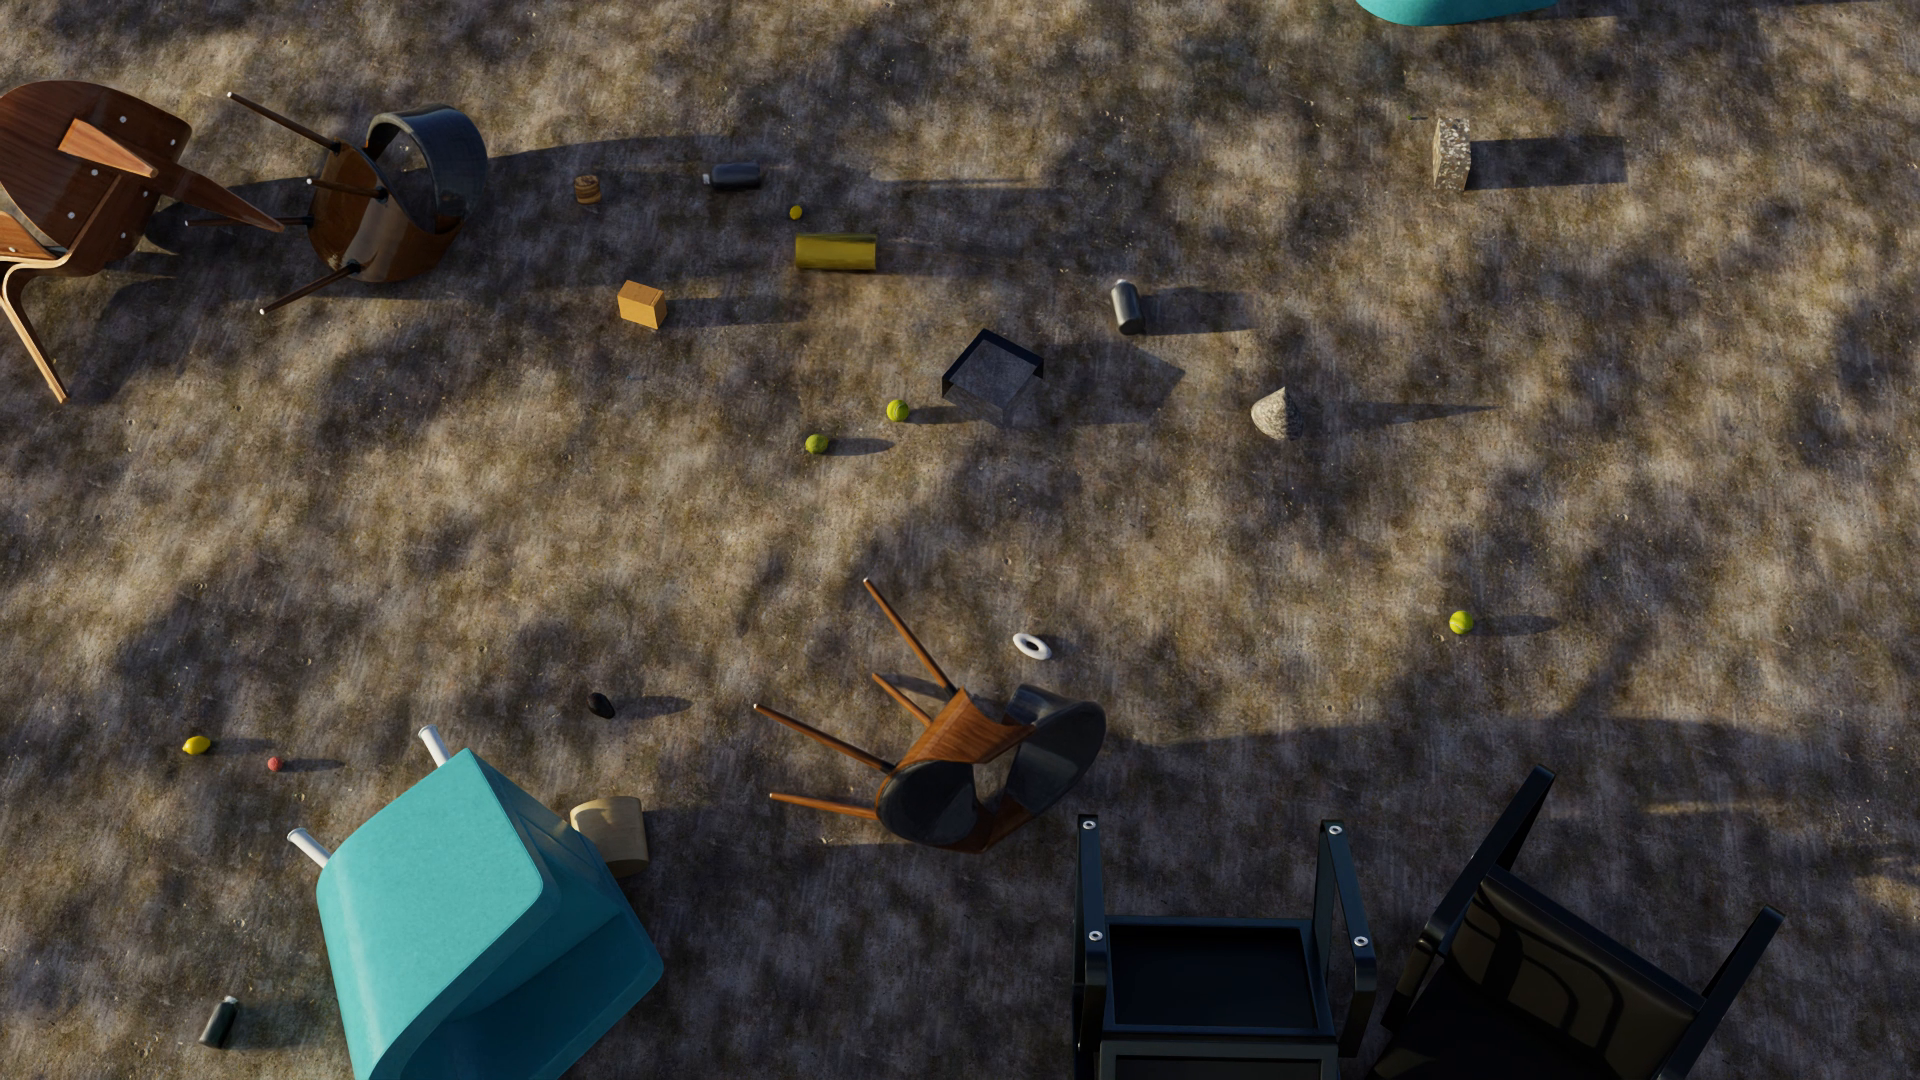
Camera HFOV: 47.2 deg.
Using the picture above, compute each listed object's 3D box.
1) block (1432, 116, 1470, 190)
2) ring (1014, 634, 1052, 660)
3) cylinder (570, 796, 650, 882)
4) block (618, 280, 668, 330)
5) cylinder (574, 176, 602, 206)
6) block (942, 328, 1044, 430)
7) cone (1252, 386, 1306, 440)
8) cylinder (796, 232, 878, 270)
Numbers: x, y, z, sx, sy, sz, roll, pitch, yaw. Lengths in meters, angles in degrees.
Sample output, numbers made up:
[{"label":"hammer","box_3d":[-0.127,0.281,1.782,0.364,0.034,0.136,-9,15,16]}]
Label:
[{"label":"block","box_3d":[1.646,-1.295,7.366,0.099,0.127,0.209,5,56,3]},{"label":"ring","box_3d":[0.210,0.308,6.354,0.127,0.023,0.062,29,62,18]},{"label":"cylinder","box_3d":[-0.951,0.810,5.966,0.194,0.107,0.193,-12,55,-5]},{"label":"block","box_3d":[-1.013,-0.751,7.012,0.129,0.109,0.071,18,58,12]},{"label":"cylinder","box_3d":[-1.234,-1.160,7.296,0.081,0.095,0.044,-9,57,-6]},{"label":"block","box_3d":[0.103,-0.503,6.849,0.224,0.105,0.236,29,61,18]},{"label":"cone","box_3d":[0.988,-0.421,6.757,0.143,0.165,0.186,-38,64,-22]},{"label":"cylinder","box_3d":[-0.400,-0.934,7.132,0.256,0.113,0.116,2,99,1]}]
